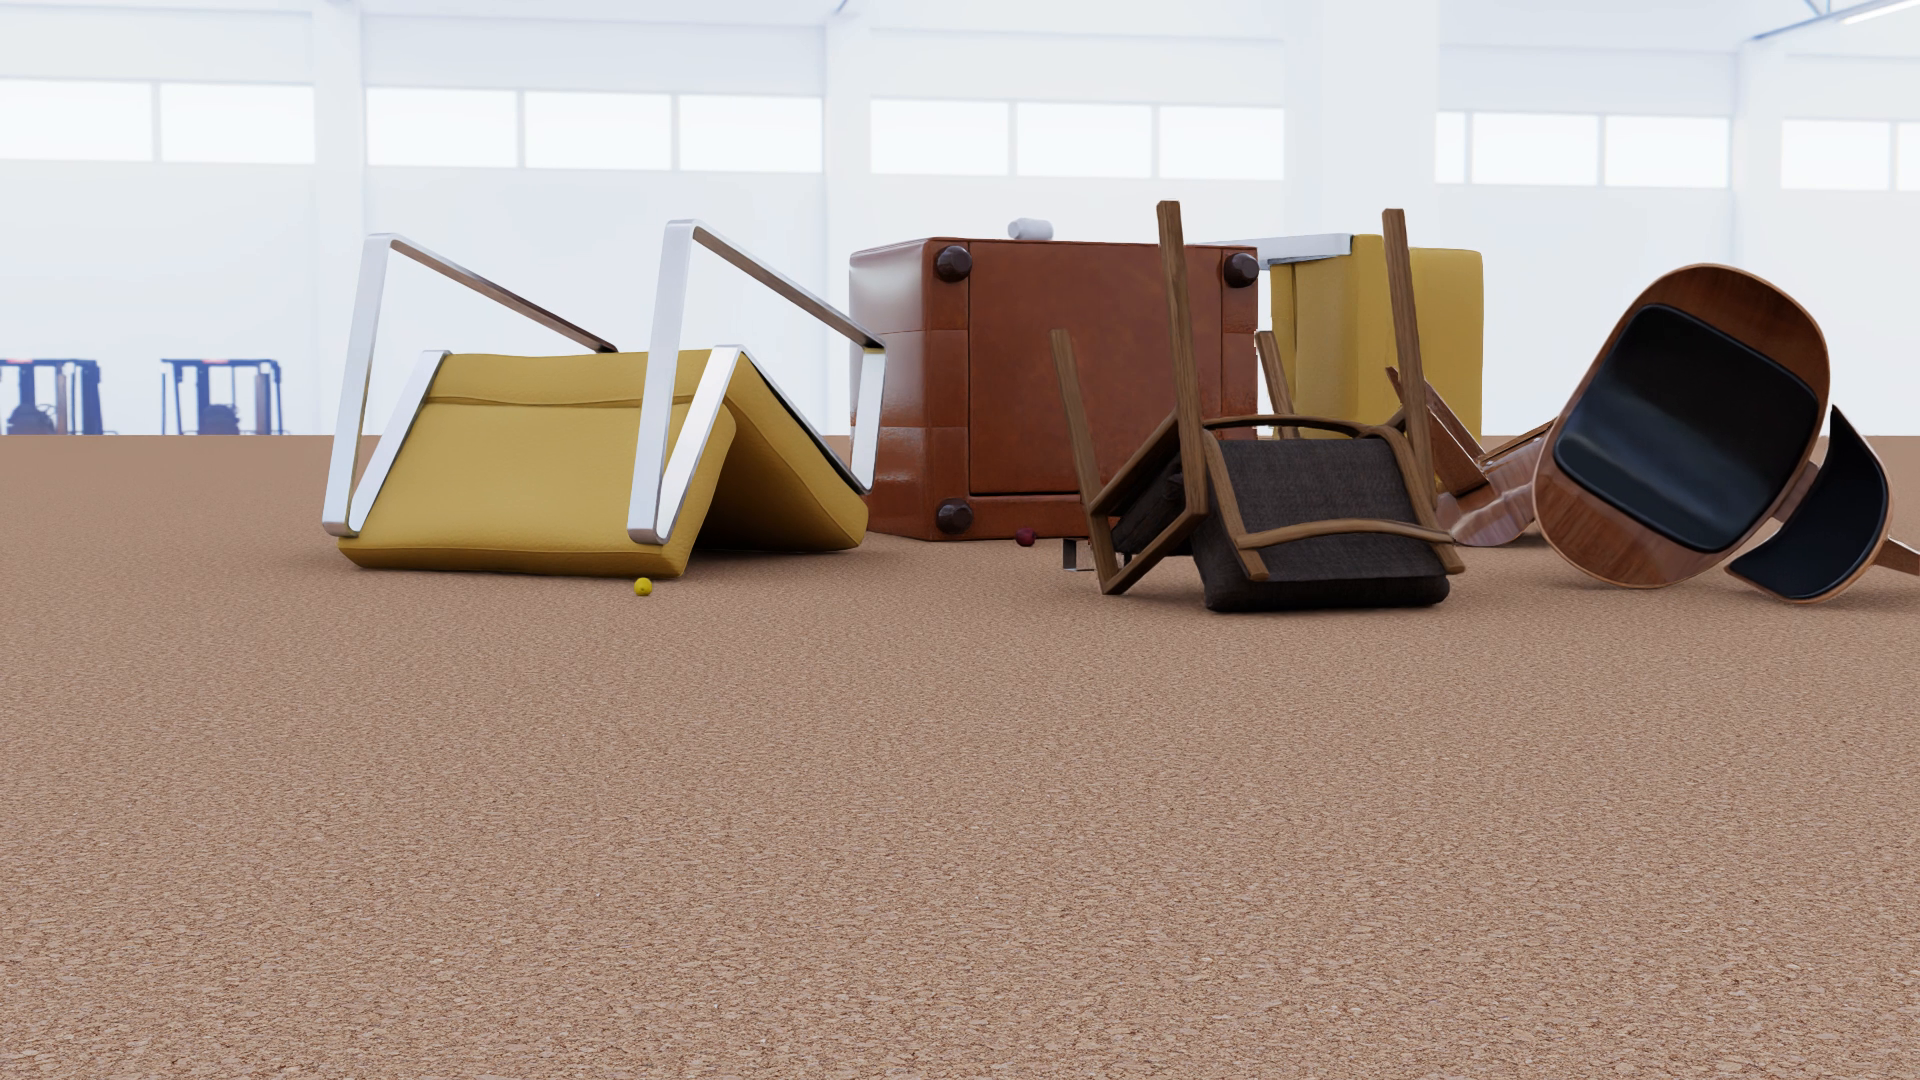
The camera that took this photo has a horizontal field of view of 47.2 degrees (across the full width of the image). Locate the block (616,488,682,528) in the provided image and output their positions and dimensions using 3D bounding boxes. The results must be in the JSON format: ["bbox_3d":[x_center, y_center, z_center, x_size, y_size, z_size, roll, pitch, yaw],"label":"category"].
[{"bbox_3d":[-1.018,-0.104,7.183,0.170,0.121,0.195,-2,4,-22],"label":"block"}]

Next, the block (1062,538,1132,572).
[{"bbox_3d":[0.343,0.035,5.480,0.152,0.075,0.082,-2,4,-21],"label":"block"}]

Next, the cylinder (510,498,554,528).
[{"bbox_3d":[-1.393,-0.090,7.165,0.147,0.094,0.092,1,4,8],"label":"cylinder"}]

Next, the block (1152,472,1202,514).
[{"bbox_3d":[0.787,-0.170,7.971,0.135,0.143,0.218,-1,4,-8],"label":"block"}]

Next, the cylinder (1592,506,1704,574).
[{"bbox_3d":[1.713,-0.002,5.486,0.230,0.150,0.276,-3,5,-39],"label":"cylinder"}]

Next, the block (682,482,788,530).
[{"bbox_3d":[-0.729,-0.113,7.156,0.298,0.141,0.195,1,4,13],"label":"block"}]

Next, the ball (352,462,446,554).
[{"bbox_3d":[-1.530,-0.087,6.001,0.248,0.248,0.248,0,4,0],"label":"ball"}]
